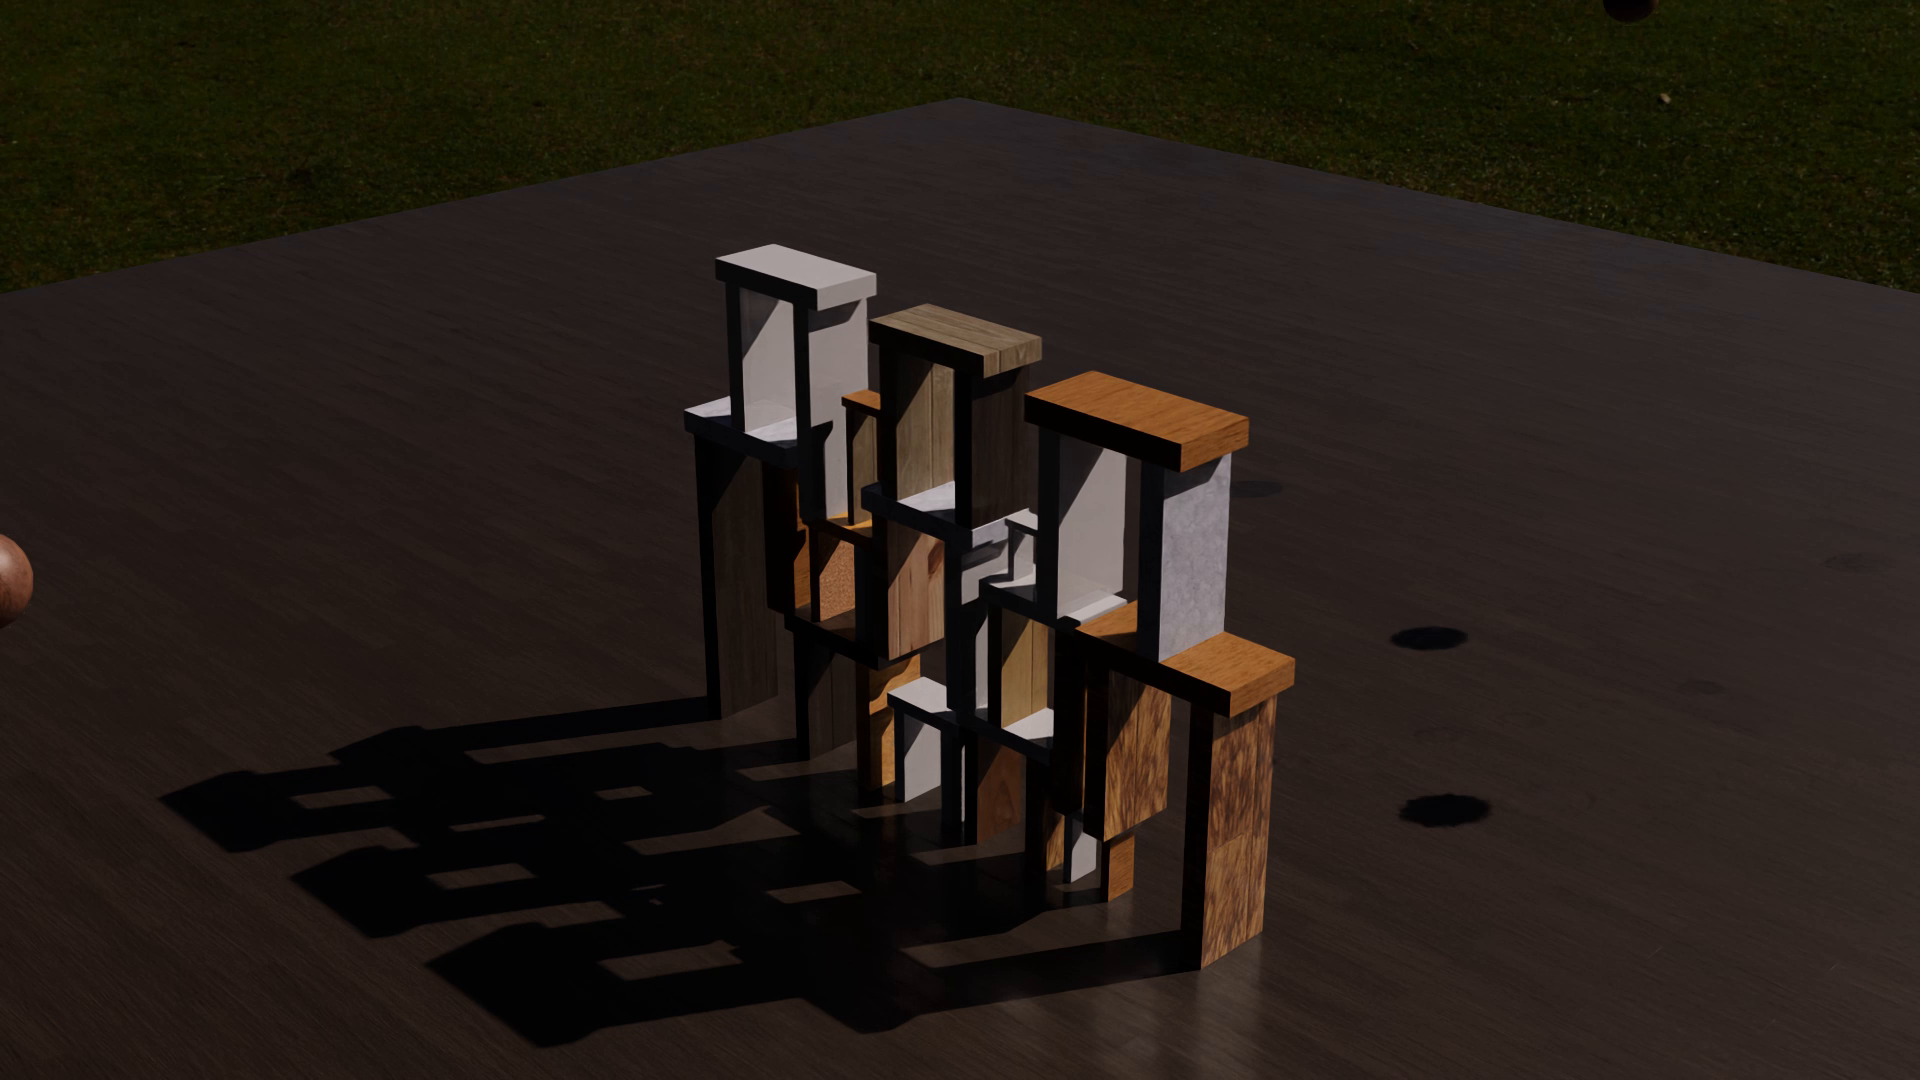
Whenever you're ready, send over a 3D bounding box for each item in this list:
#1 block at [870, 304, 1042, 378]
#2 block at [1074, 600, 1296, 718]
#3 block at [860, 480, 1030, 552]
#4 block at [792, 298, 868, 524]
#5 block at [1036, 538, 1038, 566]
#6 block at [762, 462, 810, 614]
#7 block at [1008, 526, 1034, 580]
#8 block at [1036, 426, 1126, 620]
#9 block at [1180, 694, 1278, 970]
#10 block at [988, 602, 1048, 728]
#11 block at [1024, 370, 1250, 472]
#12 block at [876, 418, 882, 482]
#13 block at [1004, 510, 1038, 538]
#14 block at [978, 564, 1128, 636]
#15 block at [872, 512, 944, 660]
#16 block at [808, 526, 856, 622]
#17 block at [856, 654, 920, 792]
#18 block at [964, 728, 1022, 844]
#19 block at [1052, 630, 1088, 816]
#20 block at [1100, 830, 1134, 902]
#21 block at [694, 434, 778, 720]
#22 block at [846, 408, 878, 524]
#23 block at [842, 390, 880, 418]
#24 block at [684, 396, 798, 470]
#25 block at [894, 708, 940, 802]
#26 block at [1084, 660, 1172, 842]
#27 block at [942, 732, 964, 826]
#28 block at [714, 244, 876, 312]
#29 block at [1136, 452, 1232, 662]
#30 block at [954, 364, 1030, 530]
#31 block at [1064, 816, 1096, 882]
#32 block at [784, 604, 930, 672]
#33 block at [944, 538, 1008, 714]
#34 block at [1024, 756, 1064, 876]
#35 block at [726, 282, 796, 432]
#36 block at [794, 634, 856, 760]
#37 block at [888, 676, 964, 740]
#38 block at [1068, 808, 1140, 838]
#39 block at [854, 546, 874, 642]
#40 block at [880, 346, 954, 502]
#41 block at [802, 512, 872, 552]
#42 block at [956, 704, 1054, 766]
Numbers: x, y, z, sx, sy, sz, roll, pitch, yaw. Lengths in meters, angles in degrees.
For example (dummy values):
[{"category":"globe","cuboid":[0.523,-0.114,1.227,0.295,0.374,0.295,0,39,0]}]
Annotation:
[{"category":"block","cuboid":[-0.010,-0.371,4.076,0.151,0.043,0.302,-21,31,-40]},{"category":"block","cuboid":[0.393,0.205,3.884,0.178,0.050,0.356,-22,31,-40]},{"category":"block","cuboid":[-0.030,-0.061,4.229,0.153,0.043,0.306,-21,31,-40]},{"category":"block","cuboid":[-0.254,-0.267,4.382,0.154,0.449,0.044,-21,31,-41]},{"category":"block","cuboid":[0.163,0.039,4.064,0.015,0.105,0.053,21,31,41]},{"category":"block","cuboid":[-0.328,-0.026,4.567,0.046,0.328,0.164,21,31,41]},{"category":"block","cuboid":[0.113,0.019,4.110,0.015,0.105,0.053,21,31,41]},{"category":"block","cuboid":[0.219,-0.054,3.959,0.051,0.357,0.179,21,31,41]},{"category":"block","cuboid":[0.477,0.500,3.917,0.050,0.519,0.178,21,31,41]},{"category":"block","cuboid":[0.110,0.220,4.192,0.036,0.256,0.128,21,31,41]},{"category":"block","cuboid":[0.302,-0.208,3.802,0.179,0.051,0.357,-22,31,-40]},{"category":"block","cuboid":[-0.133,-0.183,4.297,0.065,0.130,0.018,-21,31,-40]},{"category":"block","cuboid":[0.138,-0.027,4.064,0.053,0.015,0.105,-21,31,-40]},{"category":"block","cuboid":[0.171,0.109,4.079,0.256,0.036,0.128,21,31,40]},{"category":"block","cuboid":[-0.102,0.072,4.363,0.043,0.306,0.153,21,31,41]},{"category":"block","cuboid":[-0.261,0.056,4.530,0.029,0.204,0.102,21,31,41]},{"category":"block","cuboid":[-0.147,0.362,4.540,0.041,0.286,0.143,21,31,41]},{"category":"block","cuboid":[0.065,0.465,4.348,0.035,0.247,0.124,21,31,41]},{"category":"block","cuboid":[0.231,0.322,4.105,0.036,0.376,0.128,21,31,41]},{"category":"block","cuboid":[0.298,0.605,4.153,0.020,0.142,0.071,21,31,41]},{"category":"block","cuboid":[-0.483,0.064,4.773,0.046,0.654,0.164,21,31,41]},{"category":"block","cuboid":[-0.195,-0.154,4.375,0.065,0.246,0.018,-21,31,-40]},{"category":"block","cuboid":[-0.164,-0.264,4.296,0.130,0.018,0.065,21,31,40]},{"category":"block","cuboid":[-0.406,-0.229,4.565,0.164,0.046,0.328,-21,31,-41]},{"category":"block","cuboid":[-0.087,0.424,4.499,0.029,0.205,0.103,21,31,41]},{"category":"block","cuboid":[0.309,0.360,4.041,0.050,0.356,0.178,22,31,40]},{"category":"block","cuboid":[0.010,0.462,4.410,0.029,0.205,0.103,21,31,41]},{"category":"block","cuboid":[-0.327,-0.522,4.352,0.154,0.044,0.308,-21,31,-40]},{"category":"block","cuboid":[0.387,0.014,3.805,0.179,0.362,0.051,-22,31,-40]},{"category":"block","cuboid":[0.060,-0.185,4.077,0.151,0.302,0.043,-21,31,-40]},{"category":"block","cuboid":[0.231,0.579,4.214,0.020,0.142,0.071,21,31,41]},{"category":"block","cuboid":[-0.215,0.186,4.539,0.286,0.041,0.143,21,31,41]},{"category":"block","cuboid":[0.042,0.149,4.238,0.153,0.350,0.043,-21,31,-40]},{"category":"block","cuboid":[0.182,0.511,4.240,0.035,0.248,0.124,21,31,41]},{"category":"block","cuboid":[-0.399,-0.388,4.487,0.154,0.308,0.044,-21,31,-41]},{"category":"block","cuboid":[-0.282,0.310,4.665,0.041,0.286,0.143,21,31,41]},{"category":"block","cuboid":[-0.038,0.335,4.408,0.205,0.029,0.103,21,31,41]},{"category":"block","cuboid":[0.264,0.517,4.152,0.142,0.020,0.071,21,31,41]},{"category":"block","cuboid":[-0.165,0.094,4.442,0.029,0.204,0.102,21,31,40]},{"category":"block","cuboid":[-0.082,-0.240,4.210,0.151,0.302,0.043,-21,31,-40]},{"category":"block","cuboid":[-0.213,-0.033,4.441,0.102,0.029,0.204,-21,31,-40]},{"category":"block","cuboid":[0.124,0.358,4.238,0.124,0.035,0.247,-21,31,-40]}]
